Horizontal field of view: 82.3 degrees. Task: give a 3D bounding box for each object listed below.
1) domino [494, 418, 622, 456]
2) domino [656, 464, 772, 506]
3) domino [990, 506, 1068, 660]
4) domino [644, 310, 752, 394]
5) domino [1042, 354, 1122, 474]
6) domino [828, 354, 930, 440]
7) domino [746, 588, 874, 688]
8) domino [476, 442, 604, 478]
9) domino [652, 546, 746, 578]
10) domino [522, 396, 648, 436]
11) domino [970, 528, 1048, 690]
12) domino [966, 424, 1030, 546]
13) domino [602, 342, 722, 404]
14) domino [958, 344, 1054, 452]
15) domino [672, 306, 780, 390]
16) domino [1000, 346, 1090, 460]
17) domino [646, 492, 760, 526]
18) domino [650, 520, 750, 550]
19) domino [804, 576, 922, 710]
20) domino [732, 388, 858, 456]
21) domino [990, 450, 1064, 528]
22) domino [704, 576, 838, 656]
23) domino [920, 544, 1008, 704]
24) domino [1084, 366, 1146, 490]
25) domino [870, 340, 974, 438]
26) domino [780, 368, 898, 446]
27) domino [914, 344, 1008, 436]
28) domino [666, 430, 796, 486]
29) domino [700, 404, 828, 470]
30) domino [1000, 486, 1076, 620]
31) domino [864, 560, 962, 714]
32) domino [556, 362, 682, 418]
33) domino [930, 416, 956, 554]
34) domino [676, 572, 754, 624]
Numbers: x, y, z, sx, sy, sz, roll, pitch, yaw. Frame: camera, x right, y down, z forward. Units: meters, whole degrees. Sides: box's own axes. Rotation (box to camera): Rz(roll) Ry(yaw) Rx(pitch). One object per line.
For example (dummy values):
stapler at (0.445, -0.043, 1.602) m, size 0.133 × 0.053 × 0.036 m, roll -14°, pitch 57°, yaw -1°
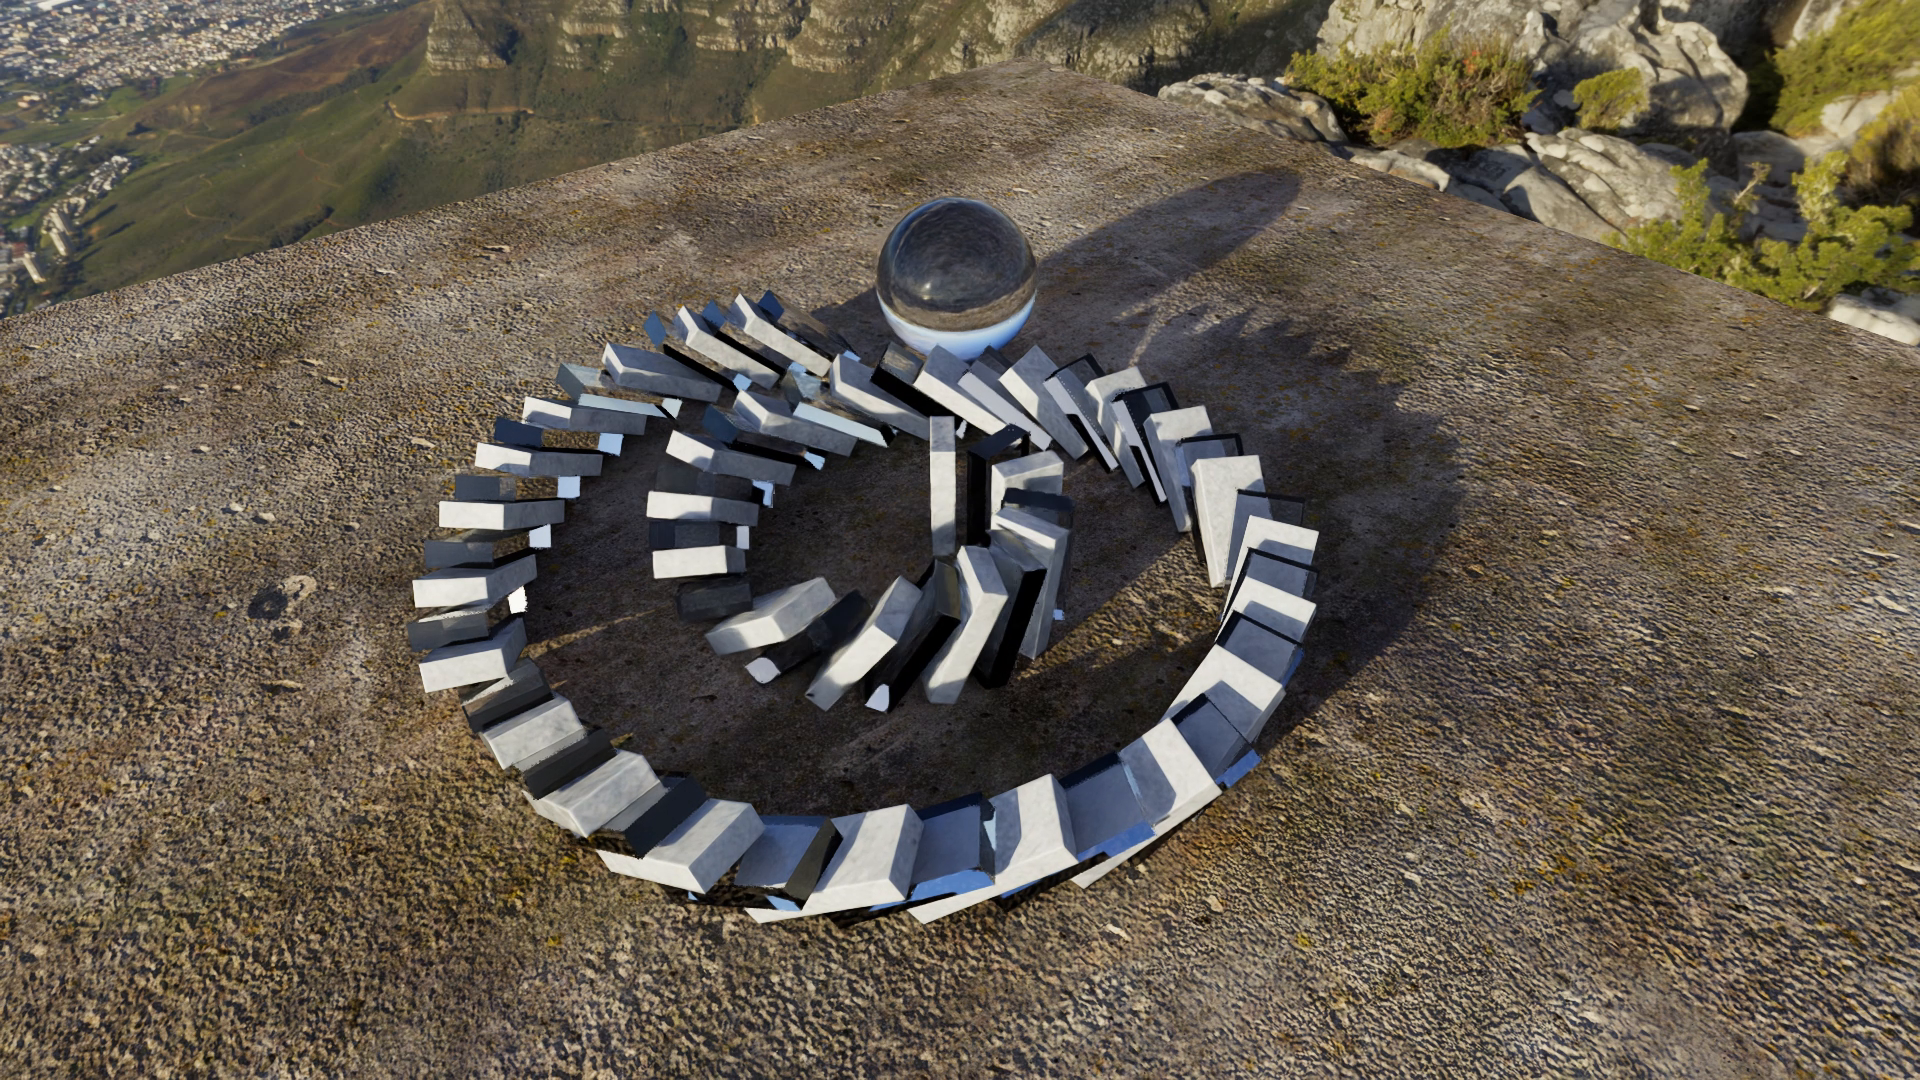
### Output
domino at (-0.173, -0.045, 0.477) m, size 0.025 × 0.010 × 0.050 m, roll 14°, pitch 7°, yaw 20°
domino at (-0.099, -0.022, 0.446) m, size 0.025 × 0.010 × 0.050 m, roll 9°, pitch 1°, yaw 16°
domino at (0.022, 0.015, 0.392) m, size 0.025 × 0.050 × 0.010 m, roll 23°, pitch 33°, yaw 26°
domino at (-0.125, -0.089, 0.527) m, size 0.050 × 0.009 × 0.025 m, roll 27°, pitch 18°, yaw -43°
domino at (0.062, -0.057, 0.492) m, size 0.025 × 0.010 × 0.050 m, roll -31°, pitch 84°, yaw -32°
domino at (-0.035, -0.065, 0.504) m, size 0.050 × 0.009 × 0.025 m, roll 22°, pitch 33°, yaw -24°
domino at (-0.052, 0.034, 0.375) m, size 0.025 × 0.050 × 0.009 m, roll -40°, pitch 95°, yaw -38°
domino at (-0.176, -0.034, 0.464) m, size 0.025 × 0.009 × 0.050 m, roll 12°, pitch 7°, yaw 14°
domino at (-0.096, 0.008, 0.409) m, size 0.025 × 0.010 × 0.050 m, roll -5°, pitch -2°, yaw -3°
domino at (-0.166, -0.055, 0.489) m, size 0.025 × 0.010 × 0.050 m, roll 15°, pitch 8°, yaw 21°
domino at (0.012, 0.024, 0.382) m, size 0.009 × 0.050 × 0.025 m, roll -6°, pitch 37°, yaw -35°
domino at (0.015, -0.018, 0.434) m, size 0.010 × 0.050 × 0.025 m, roll 31°, pitch 49°, yaw 32°
domino at (-0.141, -0.079, 0.522) m, size 0.050 × 0.010 × 0.025 m, roll 7°, pitch 29°, yaw -39°
domino at (0.026, -0.065, 0.504) m, size 0.050 × 0.009 × 0.025 m, roll 38°, pitch 45°, yaw -3°
domino at (-0.112, -0.092, 0.531) m, size 0.050 × 0.009 × 0.025 m, roll 27°, pitch 18°, yaw -44°
domino at (0.043, -0.062, 0.497) m, size 0.050 × 0.010 × 0.025 m, roll 46°, pitch 48°, yaw -3°
domino at (-0.100, -0.012, 0.434) m, size 0.025 × 0.010 × 0.050 m, roll 5°, pitch 0°, yaw 10°
domino at (-0.099, -0.001, 0.420) m, size 0.025 × 0.009 × 0.050 m, roll -1°, pitch -1°, yaw 2°
domino at (-0.033, 0.035, 0.371) m, size 0.009 × 0.050 × 0.025 m, roll 37°, pitch 42°, yaw -9°
domino at (-0.072, -0.051, 0.484) m, size 0.050 × 0.009 × 0.025 m, roll 13°, pitch 20°, yaw -45°
domino at (0.025, -0.009, 0.422) m, size 0.025 × 0.050 × 0.010 m, roll -16°, pitch 42°, yaw -19°
domino at (-0.067, 0.027, 0.387) m, size 0.050 × 0.009 × 0.025 m, roll -17°, pitch 18°, yaw 50°
domino at (-0.001, 0.029, 0.376) m, size 0.009 × 0.050 × 0.025 m, roll 9°, pitch 34°, yaw -25°
domino at (0.077, -0.050, 0.483) m, size 0.025 × 0.010 × 0.050 m, roll -20°, pitch 78°, yaw -25°
domino at (-0.015, -0.070, 0.508) m, size 0.050 × 0.009 × 0.025 m, roll 31°, pitch 36°, yaw -12°
domino at (-0.054, -0.059, 0.496) m, size 0.050 × 0.010 × 0.025 m, roll 17°, pitch 28°, yaw -35°
domino at (0.005, -0.067, 0.506) m, size 0.050 × 0.010 × 0.025 m, roll 32°, pitch 40°, yaw -11°
domino at (-0.095, -0.034, 0.462) m, size 0.025 × 0.009 × 0.050 m, roll 25°, pitch 9°, yaw 31°
domino at (-0.084, -0.044, 0.476) m, size 0.050 × 0.009 × 0.025 m, roll 11°, pitch 21°, yaw -49°
domino at (0.028, 0.005, 0.405) m, size 0.025 × 0.050 × 0.010 m, roll 10°, pitch 39°, yaw 12°
domino at (-0.017, 0.033, 0.372) m, size 0.009 × 0.050 × 0.025 m, roll 23°, pitch 35°, yaw -20°
domino at (-0.157, -0.069, 0.509) m, size 0.050 × 0.009 × 0.025 m, roll 4°, pitch 27°, yaw -48°
domino at (-0.007, -0.021, 0.438) m, size 0.009 × 0.050 × 0.025 m, roll -1°, pitch 39°, yaw -1°
domino at (-0.088, 0.020, 0.397) m, size 0.025 × 0.010 × 0.050 m, roll -10°, pitch 5°, yaw -12°
